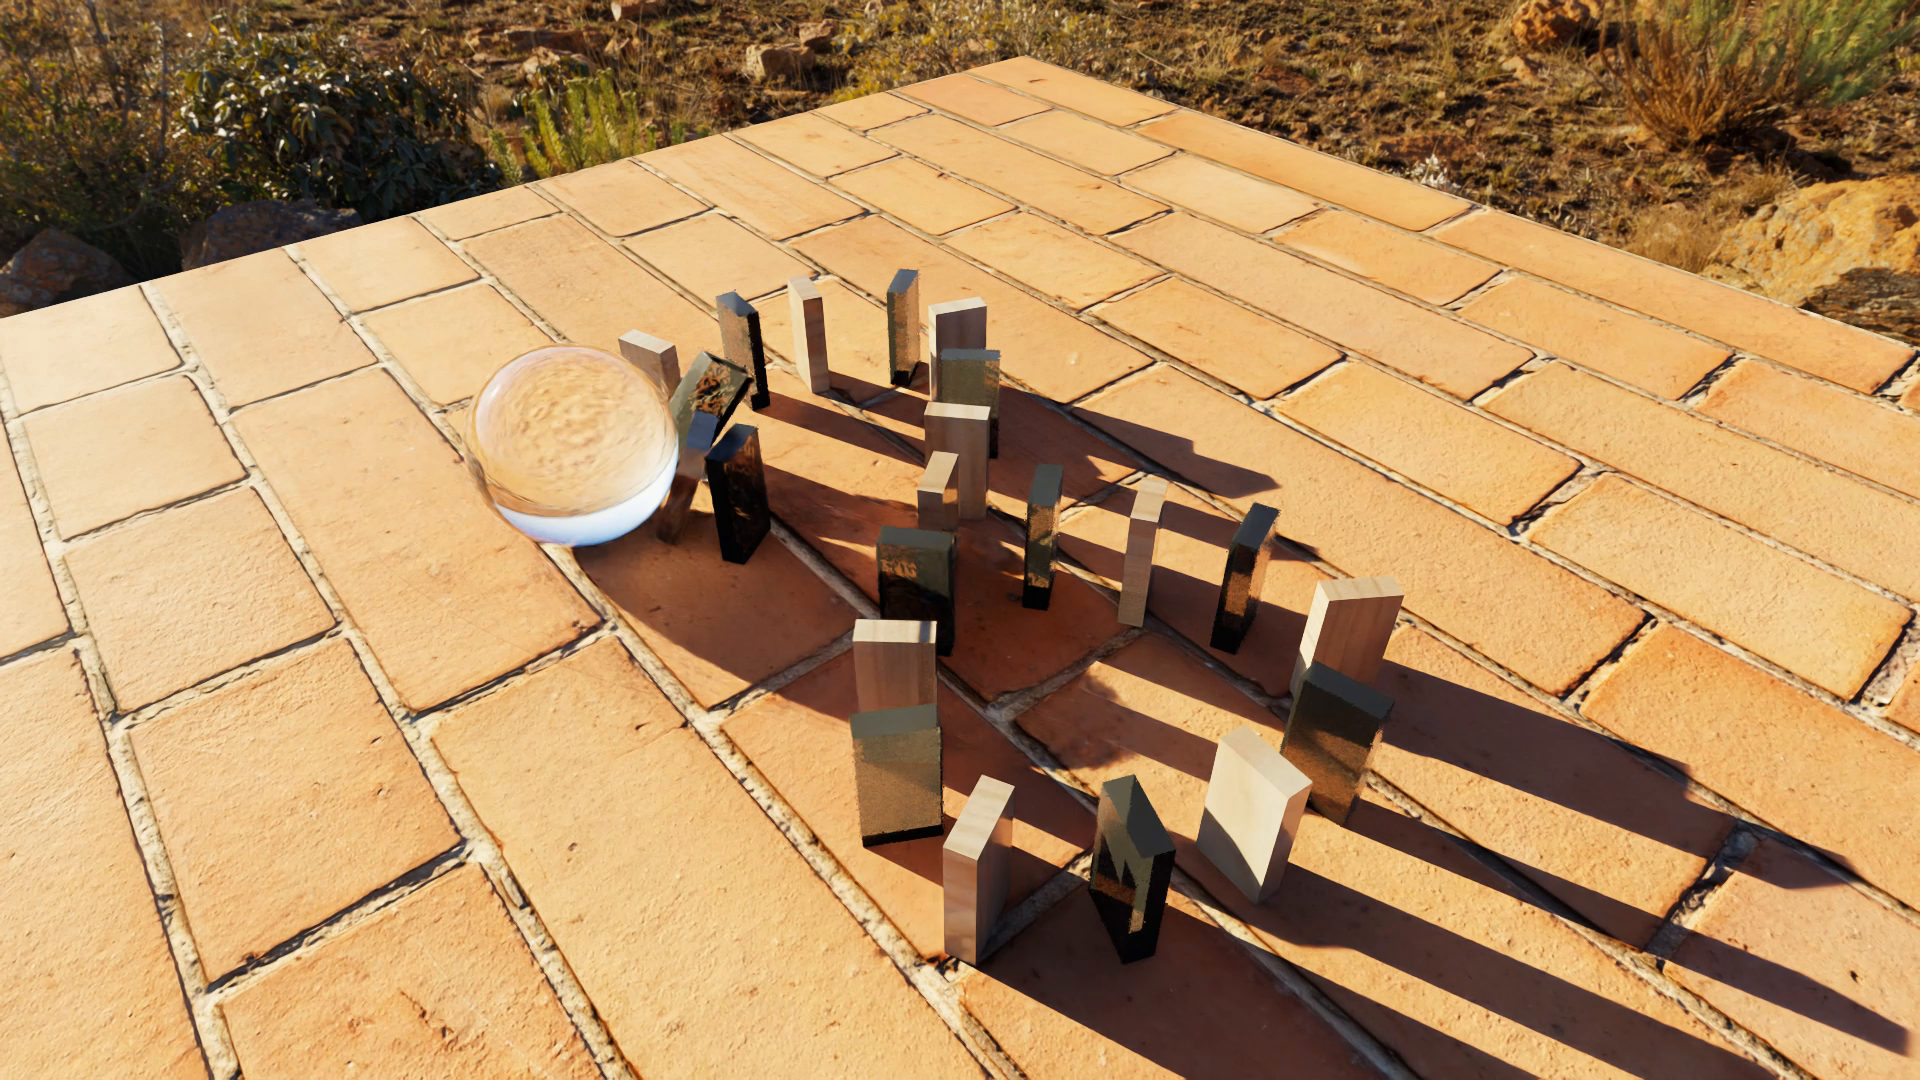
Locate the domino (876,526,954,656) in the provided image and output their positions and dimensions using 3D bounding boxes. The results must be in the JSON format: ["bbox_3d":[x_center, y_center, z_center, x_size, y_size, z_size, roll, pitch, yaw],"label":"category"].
[{"bbox_3d":[-0.015,0.019,0.389,0.025,0.050,0.009,7,40,8],"label":"domino"}]

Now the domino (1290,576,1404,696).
[{"bbox_3d":[0.129,0.035,0.369,0.025,0.050,0.010,-4,39,-5],"label":"domino"}]

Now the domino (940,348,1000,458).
[{"bbox_3d":[0.005,-0.060,0.484,0.025,0.050,0.009,2,39,3],"label":"domino"}]

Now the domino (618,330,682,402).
[{"bbox_3d":[-0.136,-0.067,0.493,0.025,0.050,0.010,22,44,25],"label":"domino"}]

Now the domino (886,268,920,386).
[{"bbox_3d":[-0.027,-0.104,0.538,0.009,0.050,0.025,7,40,9],"label":"domino"}]

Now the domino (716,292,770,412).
[{"bbox_3d":[-0.102,-0.089,0.520,0.010,0.050,0.025,-24,45,-27],"label":"domino"}]

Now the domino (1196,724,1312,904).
[{"bbox_3d":[0.083,0.079,0.315,0.009,0.050,0.025,-24,45,-26],"label":"domino"}]

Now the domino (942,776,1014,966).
[{"bbox_3d":[0.005,0.091,0.301,0.009,0.050,0.025,16,42,19],"label":"domino"}]

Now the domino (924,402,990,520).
[{"bbox_3d":[-0.001,-0.032,0.450,0.025,0.050,0.010,6,40,7],"label":"domino"}]

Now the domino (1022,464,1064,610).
[{"bbox_3d":[0.031,-0.001,0.412,0.009,0.050,0.025,7,40,9],"label":"domino"}]

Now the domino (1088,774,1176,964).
[{"bbox_3d":[0.046,0.091,0.301,0.009,0.050,0.025,-12,41,-14],"label":"domino"}]

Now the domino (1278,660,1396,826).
[{"bbox_3d":[0.112,0.063,0.335,0.025,0.050,0.009,29,47,30],"label":"domino"}]

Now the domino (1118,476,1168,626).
[{"bbox_3d":[0.067,0.005,0.406,0.009,0.050,0.025,11,41,13],"label":"domino"}]

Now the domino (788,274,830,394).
[{"bbox_3d":[-0.073,-0.100,0.533,0.009,0.050,0.025,-15,42,-18],"label":"domino"}]

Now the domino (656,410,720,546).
[{"bbox_3d":[-0.110,-0.025,0.441,0.009,0.050,0.025,17,37,-14],"label":"domino"}]

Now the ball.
[{"bbox_3d":[-0.152,-0.037,0.433,0.080,0.080,0.080,0,39,0],"label":"ball"}]

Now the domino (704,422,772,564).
[{"bbox_3d":[-0.087,-0.018,0.433,0.010,0.050,0.025,11,41,13],"label":"domino"}]

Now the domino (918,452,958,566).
[{"bbox_3d":[-0.008,-0.006,0.418,0.010,0.050,0.025,8,40,10],"label":"domino"}]

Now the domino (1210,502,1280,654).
[{"bbox_3d":[0.102,0.014,0.394,0.009,0.050,0.025,20,43,22],"label":"domino"}]

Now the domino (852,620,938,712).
[{"bbox_3d":[-0.020,0.047,0.354,0.025,0.050,0.010,1,39,2],"label":"domino"}]

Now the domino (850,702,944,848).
[{"bbox_3d":[-0.018,0.070,0.326,0.025,0.050,0.010,-7,40,-8],"label":"domino"}]

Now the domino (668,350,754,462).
[{"bbox_3d":[-0.113,-0.055,0.475,0.009,0.050,0.025,43,14,34],"label":"domino"}]

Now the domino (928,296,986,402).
[{"bbox_3d":[-0.001,-0.088,0.519,0.025,0.050,0.010,-13,41,-16],"label":"domino"}]
